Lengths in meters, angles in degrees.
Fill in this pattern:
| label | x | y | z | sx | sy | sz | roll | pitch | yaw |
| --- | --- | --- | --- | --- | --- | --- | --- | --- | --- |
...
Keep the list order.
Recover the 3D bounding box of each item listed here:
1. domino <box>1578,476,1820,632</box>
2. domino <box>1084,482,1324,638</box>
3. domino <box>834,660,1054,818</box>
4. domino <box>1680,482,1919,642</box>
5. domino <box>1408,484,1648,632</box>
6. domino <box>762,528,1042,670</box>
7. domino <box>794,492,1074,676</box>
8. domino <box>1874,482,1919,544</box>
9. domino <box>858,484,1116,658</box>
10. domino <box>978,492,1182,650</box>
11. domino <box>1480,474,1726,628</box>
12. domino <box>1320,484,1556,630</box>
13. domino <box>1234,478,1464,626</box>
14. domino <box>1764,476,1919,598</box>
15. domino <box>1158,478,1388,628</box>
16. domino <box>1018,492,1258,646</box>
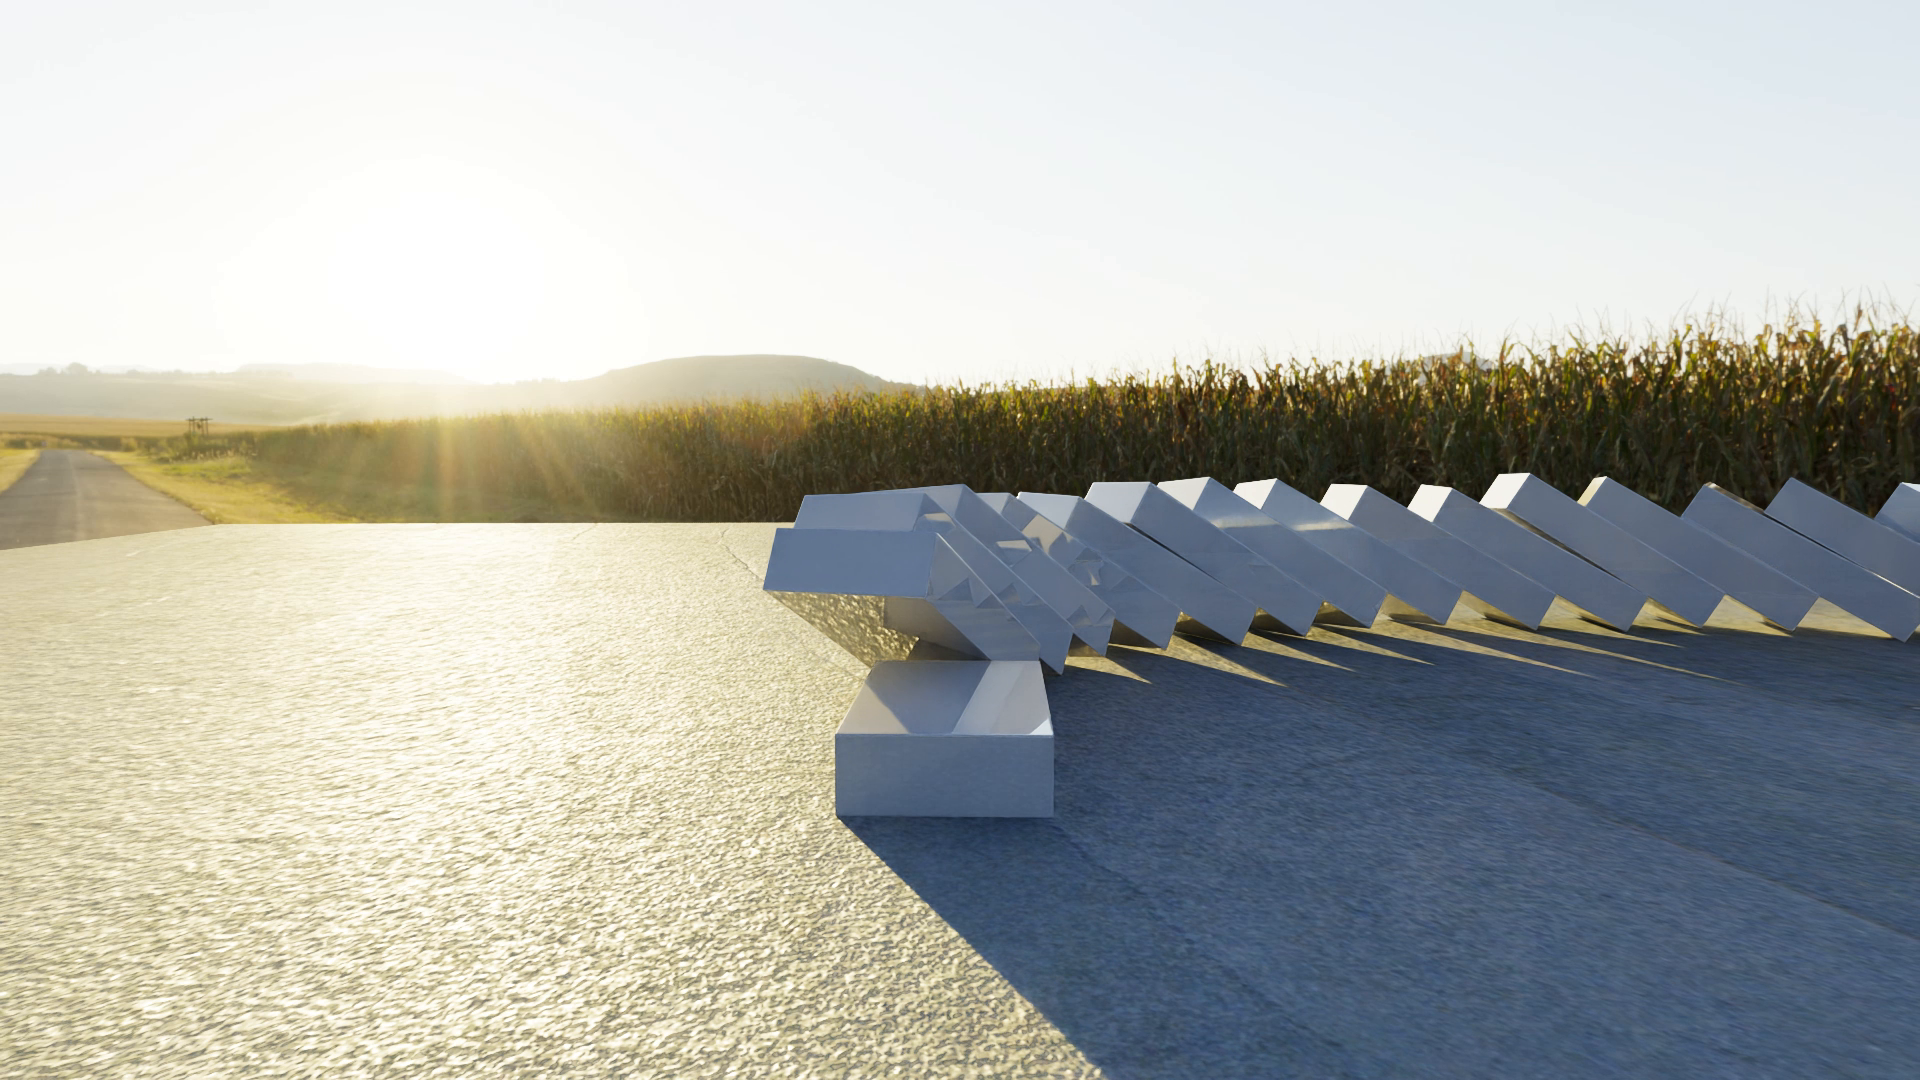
| label | x | y | z | sx | sy | sz | roll | pitch | yaw |
| --- | --- | --- | --- | --- | --- | --- | --- | --- | --- |
| domino | 0.171 | 0.003 | 0.301 | 0.050 | 0.010 | 0.025 | 34 | 13 | 16 |
| domino | 0.052 | 0.004 | 0.280 | 0.050 | 0.010 | 0.025 | 32 | -9 | -20 |
| domino | -0.001 | 0.025 | 0.171 | 0.025 | 0.009 | 0.050 | 0 | 4 | 2 |
| domino | 0.193 | 0.004 | 0.294 | 0.050 | 0.009 | 0.025 | 36 | 22 | 26 |
| domino | 0.132 | 0.004 | 0.302 | 0.050 | 0.010 | 0.025 | 29 | 6 | 2 |
| domino | -0.007 | 0.012 | 0.199 | 0.025 | 0.009 | 0.050 | 2 | -21 | 22 |
| domino | -0.004 | 0.008 | 0.220 | 0.025 | 0.010 | 0.050 | 0 | -28 | 36 |
| domino | 0.226 | 0.005 | 0.273 | 0.025 | 0.010 | 0.050 | 1 | 32 | -37 |
| domino | 0.005 | 0.007 | 0.236 | 0.025 | 0.009 | 0.050 | -3 | -30 | 40 |
| domino | 0.018 | 0.007 | 0.256 | 0.050 | 0.009 | 0.025 | 32 | -17 | -32 |
| domino | 0.149 | 0.002 | 0.302 | 0.050 | 0.009 | 0.025 | 33 | 6 | 5 |
| domino | 0.110 | 0.003 | 0.300 | 0.050 | 0.009 | 0.025 | 29 | 2 | -3 |
| domino | 0.087 | 0.003 | 0.297 | 0.050 | 0.009 | 0.025 | 29 | -4 | -6 |
| domino | 0.208 | 0.003 | 0.286 | 0.050 | 0.009 | 0.025 | 39 | 23 | 30 |
| domino | 0.068 | 0.003 | 0.289 | 0.050 | 0.009 | 0.025 | 31 | -8 | -14 |
| domino | 0.036 | 0.006 | 0.271 | 0.050 | 0.009 | 0.025 | 29 | -9 | -24 |
